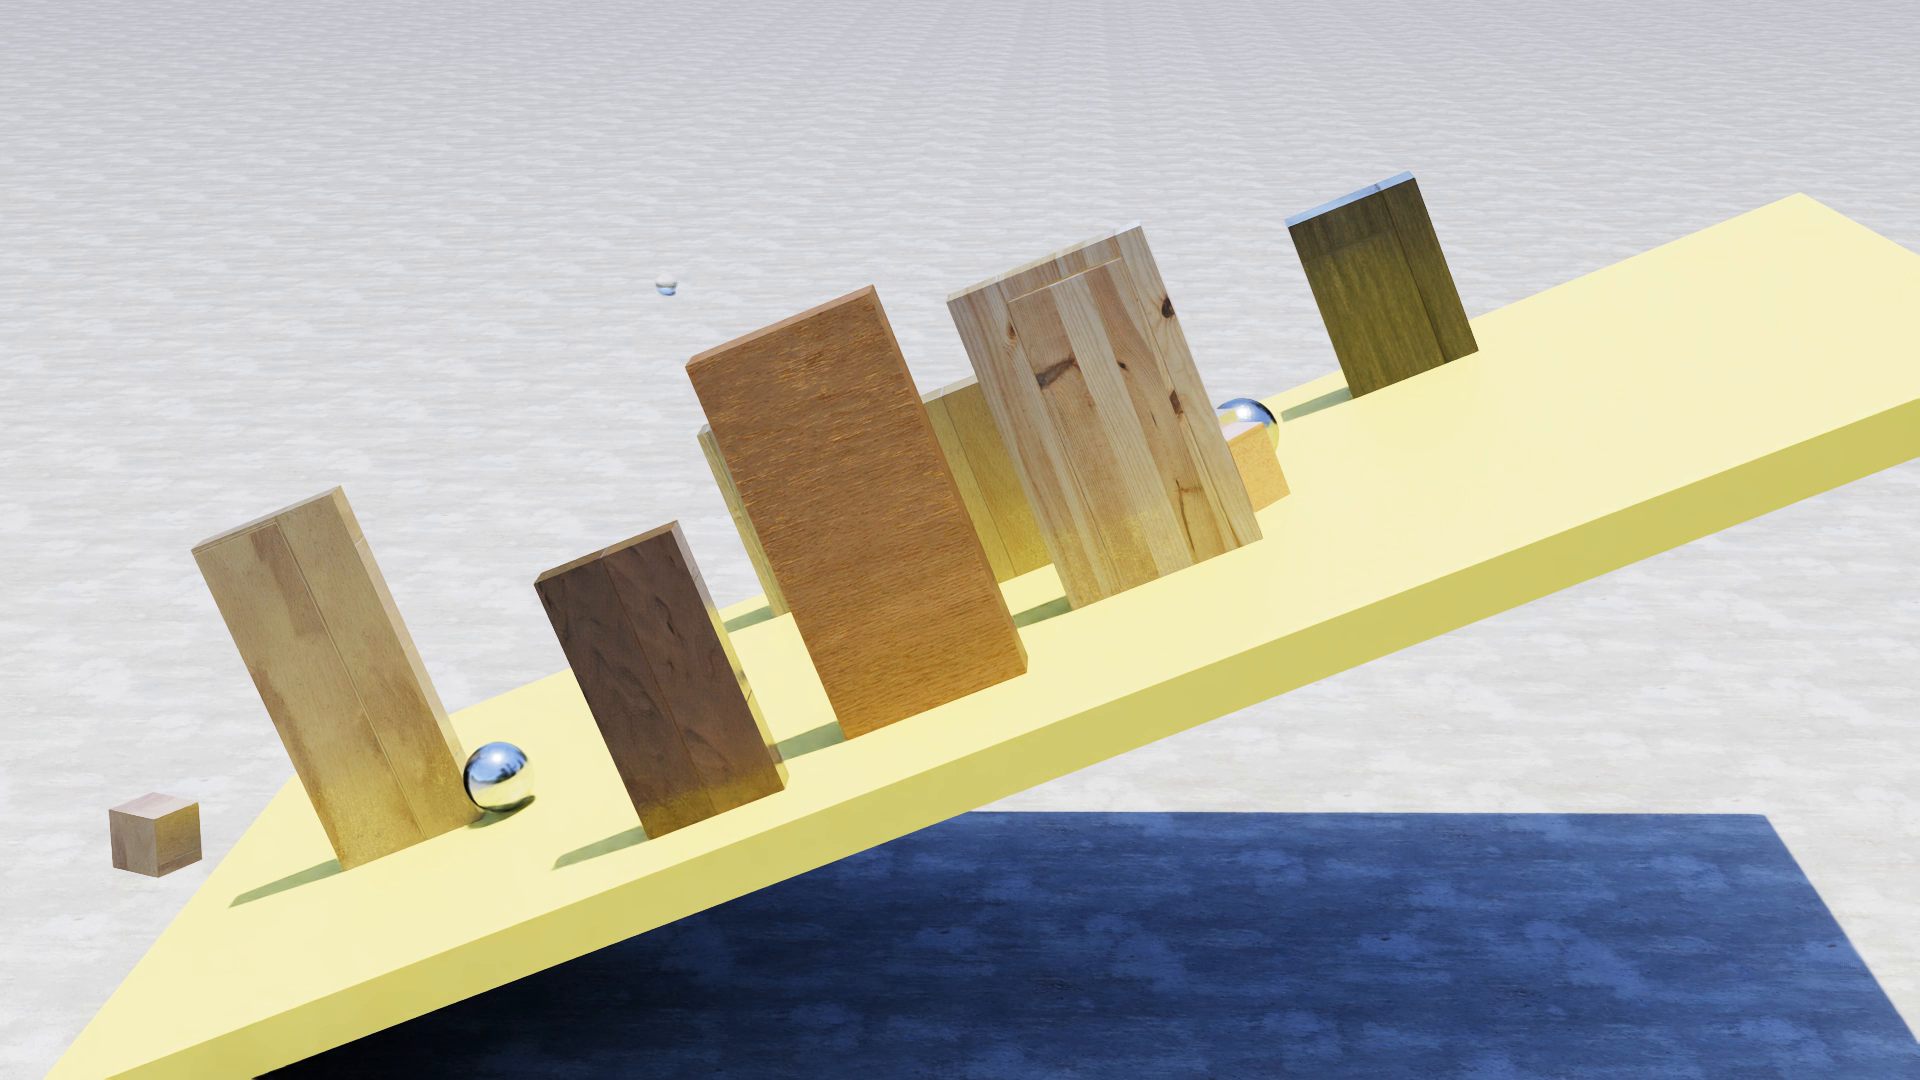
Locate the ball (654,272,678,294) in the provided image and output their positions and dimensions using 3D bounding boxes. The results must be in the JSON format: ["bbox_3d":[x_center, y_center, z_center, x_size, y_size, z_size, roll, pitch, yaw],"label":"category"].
[{"bbox_3d":[-1.551,-1.356,15.521,0.118,0.118,0.118,0,14,0],"label":"ball"}]

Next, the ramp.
[{"bbox_3d":[0.125,0.173,6.290,4.000,0.100,2.000,-21,12,7],"label":"ramp"}]

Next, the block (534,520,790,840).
[{"bbox_3d":[-0.563,0.268,5.576,0.283,0.544,0.086,-21,12,7],"label":"block"}]

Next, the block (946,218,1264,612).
[{"bbox_3d":[0.294,-0.248,5.929,0.414,0.683,0.094,-21,12,7],"label":"block"}]

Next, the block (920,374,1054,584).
[{"bbox_3d":[0.057,-0.133,6.454,0.320,0.434,0.112,-21,12,7],"label":"block"}]

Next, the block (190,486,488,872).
[{"bbox_3d":[-1.316,0.299,6.266,0.328,0.768,0.084,-21,12,7],"label":"block"}]

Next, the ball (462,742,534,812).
[{"bbox_3d":[-0.980,0.504,6.252,0.152,0.152,0.152,0,14,0],"label":"ball"}]

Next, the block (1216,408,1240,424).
[{"bbox_3d":[0.510,-0.164,6.382,0.180,0.180,0.180,-28,13,-24],"label":"block"}]

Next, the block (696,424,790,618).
[{"bbox_3d":[-0.345,-0.115,7.004,0.395,0.477,0.130,-21,12,7],"label":"block"}]

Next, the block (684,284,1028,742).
[{"bbox_3d":[-0.193,-0.049,5.674,0.378,0.797,0.115,-21,12,7],"label":"block"}]

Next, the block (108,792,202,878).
[{"bbox_3d":[-1.949,0.714,7.126,0.149,0.149,0.149,8,16,29],"label":"block"}]

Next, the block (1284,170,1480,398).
[{"bbox_3d":[0.972,-0.588,6.784,0.306,0.430,0.129,-21,12,7],"label":"block"}]

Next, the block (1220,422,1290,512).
[{"bbox_3d":[0.562,-0.139,6.213,0.165,0.165,0.165,-28,13,-23],"label":"block"}]

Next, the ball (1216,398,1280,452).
[{"bbox_3d":[0.624,-0.232,6.506,0.164,0.164,0.164,0,14,0],"label":"ball"}]
